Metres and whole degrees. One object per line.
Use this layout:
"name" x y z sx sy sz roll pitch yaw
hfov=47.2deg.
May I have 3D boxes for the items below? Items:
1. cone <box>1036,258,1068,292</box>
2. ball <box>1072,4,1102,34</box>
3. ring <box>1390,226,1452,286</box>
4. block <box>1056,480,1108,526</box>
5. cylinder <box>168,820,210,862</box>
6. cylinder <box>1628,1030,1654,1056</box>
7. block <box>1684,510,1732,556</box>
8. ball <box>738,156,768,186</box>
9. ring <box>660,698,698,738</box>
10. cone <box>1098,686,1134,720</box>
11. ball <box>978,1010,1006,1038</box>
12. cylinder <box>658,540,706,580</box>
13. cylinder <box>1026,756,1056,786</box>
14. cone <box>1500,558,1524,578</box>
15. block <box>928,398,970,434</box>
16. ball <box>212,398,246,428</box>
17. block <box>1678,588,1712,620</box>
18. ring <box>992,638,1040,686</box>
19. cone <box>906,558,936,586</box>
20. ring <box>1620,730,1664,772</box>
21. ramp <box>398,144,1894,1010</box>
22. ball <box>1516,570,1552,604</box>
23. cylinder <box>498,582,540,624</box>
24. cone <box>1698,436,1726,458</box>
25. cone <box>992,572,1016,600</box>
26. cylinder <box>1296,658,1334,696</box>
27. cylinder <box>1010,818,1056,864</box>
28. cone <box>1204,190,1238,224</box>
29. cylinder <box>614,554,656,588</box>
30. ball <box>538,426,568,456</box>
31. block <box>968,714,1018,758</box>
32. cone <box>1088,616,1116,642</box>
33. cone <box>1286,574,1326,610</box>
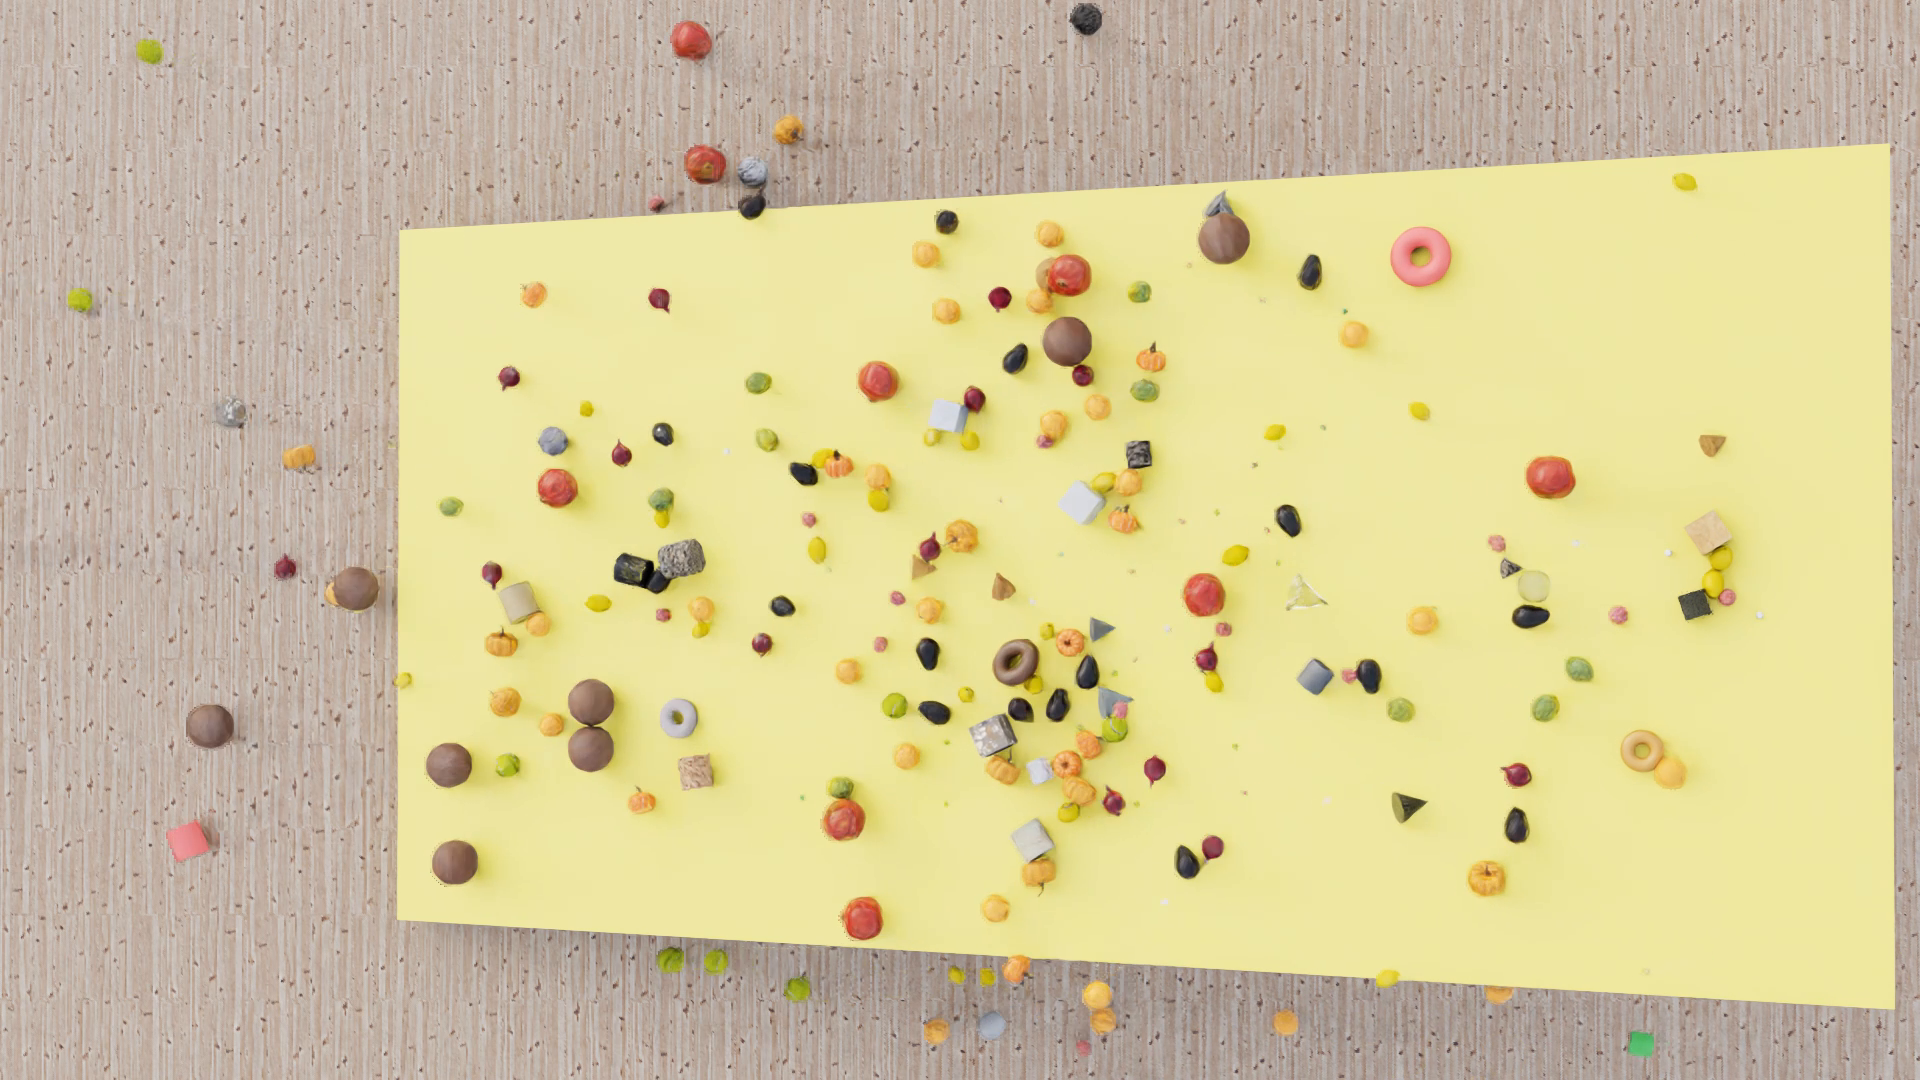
"cone" 0.225 -0.694 5.705 0.091 0.091 0.091 0 89 19
"ball" 0.373 -1.528 6.452 0.090 0.090 0.090 0 89 0
"ring" 1.134 -0.698 5.415 0.150 0.050 0.150 0 90 20
"block" 0.316 -0.096 5.670 0.083 0.083 0.083 42 102 15
"cylinder" -2.250 0.878 6.413 0.092 0.092 0.092 -22 89 0
"cylinder" 1.794 1.325 5.789 0.057 0.057 0.057 10 89 14
"block" 1.760 -0.017 5.174 0.079 0.079 0.079 -34 79 16
"ball" -0.607 -1.081 6.447 0.088 0.088 0.088 0 89 0
"ring" -0.776 0.492 6.062 0.112 0.037 0.112 0 90 18
"cone" 0.407 0.414 5.655 0.088 0.088 0.088 -5 89 -8
"ball" 0.093 1.414 6.417 0.080 0.080 0.080 0 89 0
"cylinder" -0.763 0.053 6.033 0.094 0.094 0.094 -12 89 18
"cylinder" 0.209 0.599 5.709 0.060 0.060 0.060 -24 82 0
"cone" 1.347 0.068 5.345 0.051 0.051 0.051 2 89 -8
"block" -0.028 -0.327 5.796 0.075 0.075 0.075 16 94 18
"ball" -2.138 -0.372 6.435 0.092 0.092 0.092 0 89 0
"block" 1.734 0.152 5.191 0.060 0.060 0.060 -19 83 18
"ring" 0.145 0.317 5.717 0.137 0.137 0.046 -47 132 -1
"cone" -0.092 0.076 5.834 0.076 0.076 0.076 -14 89 -30
"ring" 1.625 0.503 5.237 0.103 0.034 0.103 -1 88 19
"ramp" 0.279 0.091 5.777 4.000 0.100 2.000 0 89 19
"ball" 1.384 0.112 5.301 0.081 0.081 0.081 0 89 0
"cylinder" -1.241 0.177 6.194 0.093 0.093 0.093 -23 83 0
"cone" 1.789 -0.234 5.195 0.059 0.059 0.059 -29 89 -16
"cone" 0.105 0.109 5.732 0.068 0.068 0.068 -20 125 0
"cylinder" 0.885 0.341 5.476 0.069 0.069 0.069 37 101 0
"cylinder" 0.189 0.779 5.700 0.086 0.086 0.086 -33 78 0
"cone" 0.676 -0.828 5.580 0.083 0.083 0.083 37 89 -12
"cylinder" -0.902 0.085 6.086 0.083 0.083 0.083 9 89 24
"ball" -1.142 -0.277 6.175 0.081 0.081 0.081 0 89 0
"block" 0.087 0.510 5.740 0.084 0.084 0.084 -27 81 17
"cone" 0.372 0.228 5.674 0.067 0.067 0.067 -4 89 -8
"cone" 0.877 0.146 5.495 0.095 0.095 0.095 19 89 -8
